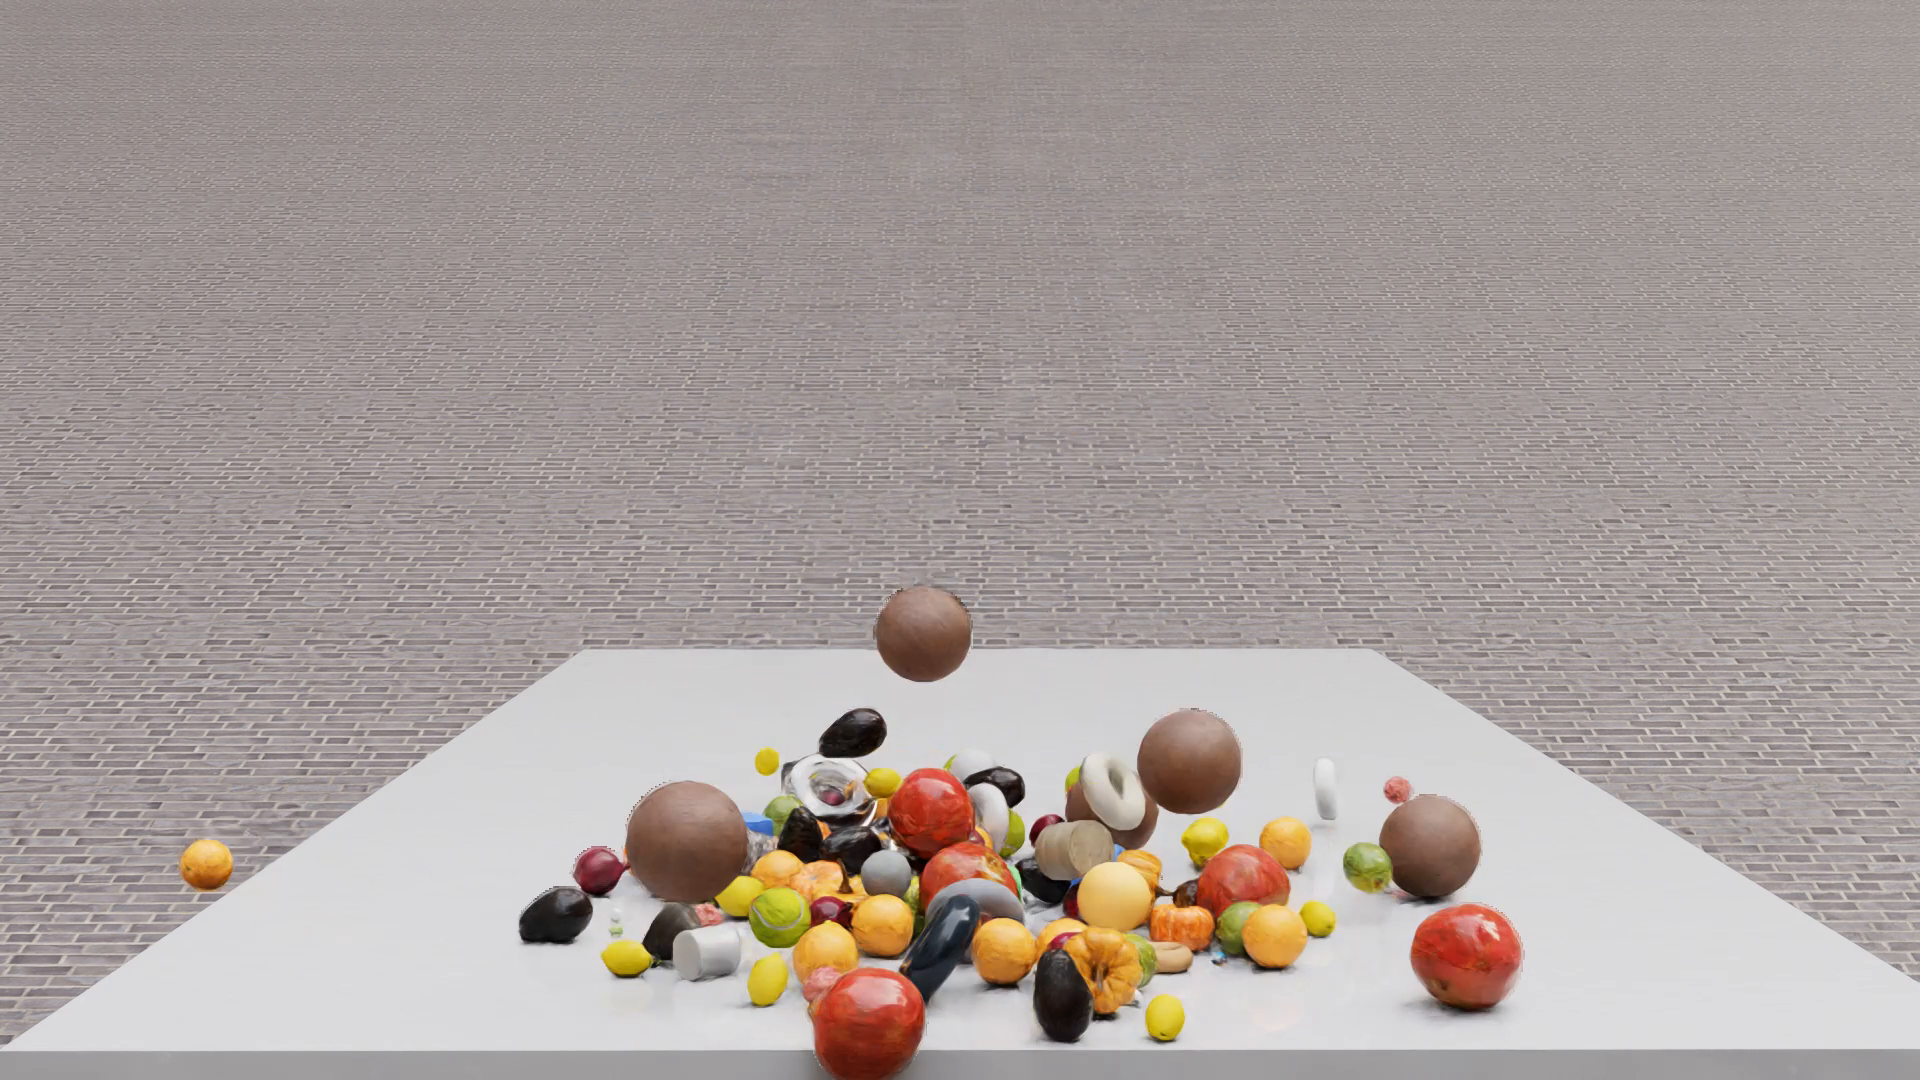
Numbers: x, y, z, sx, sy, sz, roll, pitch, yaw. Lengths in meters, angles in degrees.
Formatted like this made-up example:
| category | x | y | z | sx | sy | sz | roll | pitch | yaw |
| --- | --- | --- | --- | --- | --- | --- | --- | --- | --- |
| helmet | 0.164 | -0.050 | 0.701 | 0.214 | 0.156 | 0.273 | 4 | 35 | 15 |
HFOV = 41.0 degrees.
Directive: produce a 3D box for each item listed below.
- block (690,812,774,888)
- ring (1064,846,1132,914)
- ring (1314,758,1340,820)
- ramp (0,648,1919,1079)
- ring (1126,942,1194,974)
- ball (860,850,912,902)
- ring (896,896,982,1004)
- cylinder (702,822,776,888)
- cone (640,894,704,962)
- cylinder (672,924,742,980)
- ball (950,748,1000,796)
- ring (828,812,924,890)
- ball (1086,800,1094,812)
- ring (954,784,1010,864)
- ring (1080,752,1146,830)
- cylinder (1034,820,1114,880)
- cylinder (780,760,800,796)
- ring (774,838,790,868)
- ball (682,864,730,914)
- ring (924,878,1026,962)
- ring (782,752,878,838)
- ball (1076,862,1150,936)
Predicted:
| category | x | y | z | sx | sy | sz | roll | pitch | yaw |
| --- | --- | --- | --- | --- | --- | --- | --- | --- | --- |
| block | -0.304 | 0.411 | 3.412 | 0.084 | 0.084 | 0.084 | -2 | 4 | -29 |
| ring | 0.171 | 0.421 | 3.183 | 0.102 | 0.102 | 0.034 | -20 | 56 | -42 |
| ring | 0.545 | 0.370 | 3.819 | 0.031 | 0.093 | 0.093 | -7 | 19 | 11 |
| ramp | 0.049 | 0.440 | 4.532 | 2.000 | 0.100 | 4.000 | 0 | 3 | 0 |
| ring | 0.224 | 0.470 | 2.891 | 0.077 | 0.026 | 0.077 | -1 | 3 | 0 |
| ball | -0.086 | 0.393 | 3.007 | 0.061 | 0.061 | 0.061 | 0 | 21 | 0 |
| ring | -0.023 | 0.435 | 2.732 | 0.044 | 0.131 | 0.131 | 35 | 25 | 0 |
| cylinder | -0.287 | 0.408 | 3.332 | 0.069 | 0.069 | 0.069 | 22 | 9 | -29 |
| cone | -0.301 | 0.460 | 2.913 | 0.086 | 0.086 | 0.086 | 31 | 31 | 17 |
| cylinder | -0.281 | 0.457 | 2.850 | 0.055 | 0.055 | 0.055 | -3 | 18 | -42 |
| ball | 0.023 | 0.373 | 4.118 | 0.080 | 0.080 | 0.080 | 0 | 21 | 0 |
| ring | -0.109 | 0.405 | 3.346 | 0.143 | 0.143 | 0.048 | -19 | 66 | -41 |
| ball | 0.221 | 0.395 | 3.946 | 0.054 | 0.054 | 0.054 | 0 | 21 | 0 |
| ring | 0.029 | 0.388 | 3.519 | 0.037 | 0.111 | 0.111 | 11 | 13 | -30 |
| ring | 0.206 | 0.338 | 3.468 | 0.039 | 0.117 | 0.117 | -34 | 7 | 26 |
| cylinder | 0.137 | 0.372 | 3.081 | 0.069 | 0.069 | 0.069 | -16 | 0 | -37 |
| cylinder | -0.235 | 0.381 | 4.037 | 0.070 | 0.070 | 0.070 | -1 | 19 | -29 |
| ring | -0.288 | 0.429 | 3.524 | 0.111 | 0.037 | 0.111 | 0 | 2 | 0 |
| ball | -0.316 | 0.435 | 3.199 | 0.060 | 0.060 | 0.060 | 0 | 21 | 0 |
| ring | 0.017 | 0.430 | 2.905 | 0.114 | 0.114 | 0.038 | -1 | 35 | -1 |
| ring | -0.191 | 0.375 | 3.783 | 0.143 | 0.048 | 0.143 | 9 | 48 | -11 |
| ball | 0.179 | 0.416 | 2.982 | 0.086 | 0.086 | 0.086 | 0 | 21 | 0 |
